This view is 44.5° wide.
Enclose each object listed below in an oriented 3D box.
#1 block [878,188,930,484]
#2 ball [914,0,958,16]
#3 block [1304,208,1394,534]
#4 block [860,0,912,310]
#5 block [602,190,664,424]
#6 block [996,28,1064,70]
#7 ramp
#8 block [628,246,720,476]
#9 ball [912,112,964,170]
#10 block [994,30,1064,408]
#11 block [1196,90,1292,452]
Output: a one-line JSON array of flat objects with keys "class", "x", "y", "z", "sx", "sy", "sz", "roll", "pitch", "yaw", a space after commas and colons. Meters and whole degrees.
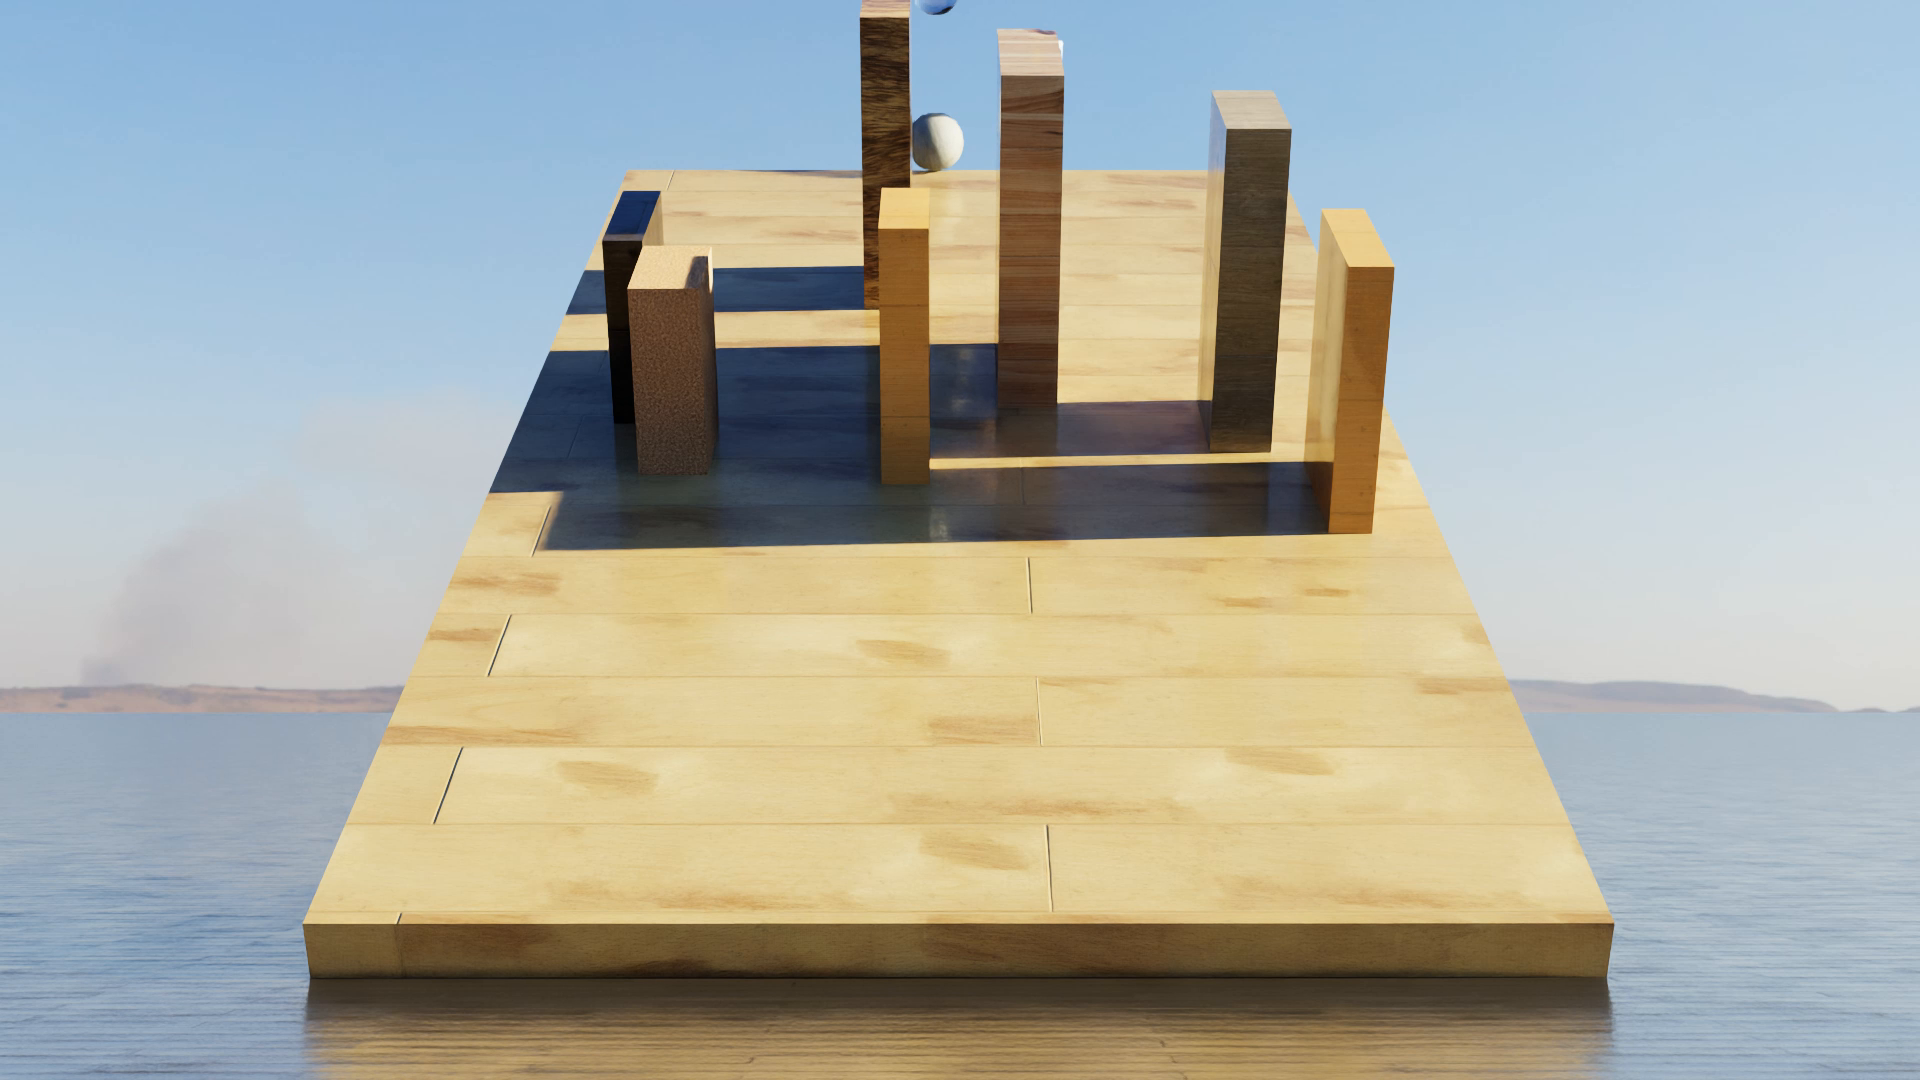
[{"class": "block", "x": -0.117, "y": -0.440, "z": 5.064, "sx": 0.103, "sy": 0.574, "sz": 0.283, "roll": 0, "pitch": 25, "yaw": 0}, {"class": "ball", "x": -0.073, "y": -1.669, "z": 7.133, "sx": 0.148, "sy": 0.148, "sz": 0.148, "roll": 0, "pitch": -4, "yaw": 0}, {"class": "block", "x": 0.804, "y": -0.354, "z": 4.884, "sx": 0.090, "sy": 0.578, "sz": 0.374, "roll": 0, "pitch": 25, "yaw": 0}, {"class": "block", "x": -0.186, "y": -1.011, "z": 6.055, "sx": 0.121, "sy": 0.754, "sz": 0.348, "roll": 0, "pitch": 25, "yaw": 0}, {"class": "block", "x": -0.747, "y": -0.544, "z": 5.440, "sx": 0.089, "sy": 0.436, "sz": 0.374, "roll": 0, "pitch": 25, "yaw": 0}, {"class": "block", "x": 0.212, "y": -1.457, "z": 7.133, "sx": 0.138, "sy": 0.138, "sz": 0.138, "roll": -2, "pitch": -10, "yaw": 41}, {"class": "ramp", "x": -0.009, "y": -0.229, "z": 5.406, "sx": 2.000, "sy": 0.100, "sz": 4.000, "roll": 0, "pitch": 25, "yaw": 0}, {"class": "block", "x": -0.623, "y": -0.395, "z": 5.137, "sx": 0.150, "sy": 0.427, "sz": 0.284, "roll": 0, "pitch": 25, "yaw": 0}, {"class": "ball", "x": -0.076, "y": -1.217, "z": 7.165, "sx": 0.175, "sy": 0.175, "sz": 0.175, "roll": 0, "pitch": -4, "yaw": 0}, {"class": "block", "x": 0.157, "y": -0.752, "z": 5.478, "sx": 0.138, "sy": 0.782, "sz": 0.426, "roll": 0, "pitch": 25, "yaw": 0}, {"class": "block", "x": 0.624, "y": -0.594, "z": 5.202, "sx": 0.136, "sy": 0.736, "sz": 0.311, "roll": 0, "pitch": 25, "yaw": 0}]
